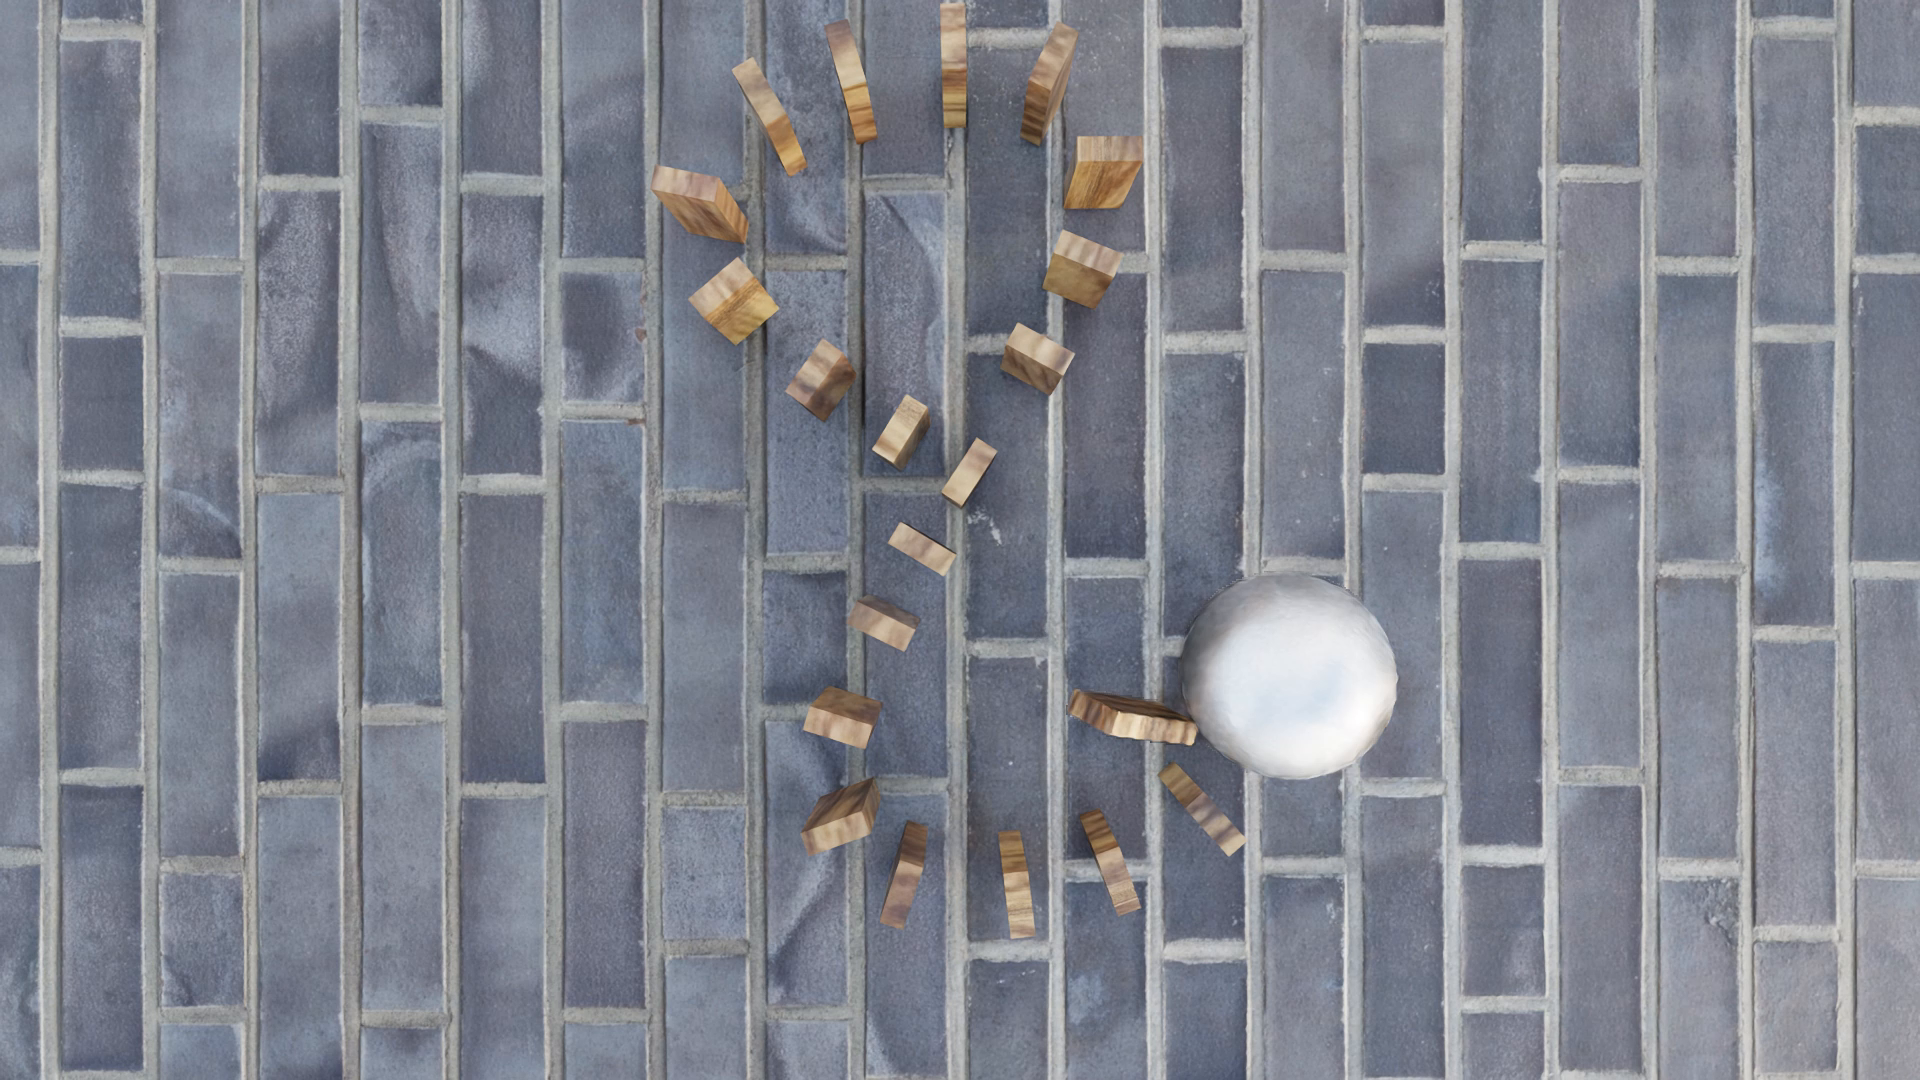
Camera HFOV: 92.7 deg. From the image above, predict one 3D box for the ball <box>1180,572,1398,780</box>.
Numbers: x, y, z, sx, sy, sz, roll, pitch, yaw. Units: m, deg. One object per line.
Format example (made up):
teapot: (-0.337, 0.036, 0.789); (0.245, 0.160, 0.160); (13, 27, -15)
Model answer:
ball: (0.128, 0.053, 0.360); (0.080, 0.080, 0.080); (0, 90, 0)

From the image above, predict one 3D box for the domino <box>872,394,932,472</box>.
domino: (-0.023, -0.043, 0.375); (0.010, 0.050, 0.025); (32, 90, 0)

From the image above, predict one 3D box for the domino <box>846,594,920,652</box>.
domino: (-0.030, 0.033, 0.375); (0.025, 0.050, 0.010); (26, 90, 0)

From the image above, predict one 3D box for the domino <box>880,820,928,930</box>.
domino: (-0.022, 0.136, 0.375); (0.009, 0.050, 0.025); (18, 90, 0)

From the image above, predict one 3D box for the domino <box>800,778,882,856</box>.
domino: (-0.048, 0.112, 0.375); (0.025, 0.050, 0.009); (-20, 90, 0)

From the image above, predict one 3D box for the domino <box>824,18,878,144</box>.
domino: (-0.044, -0.186, 0.375); (0.009, 0.050, 0.025); (-17, 90, 0)

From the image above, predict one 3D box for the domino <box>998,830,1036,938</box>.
domino: (0.023, 0.139, 0.375); (0.010, 0.050, 0.025); (-7, 90, 0)

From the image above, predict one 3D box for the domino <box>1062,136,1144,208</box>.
domino: (0.057, -0.150, 0.375); (0.025, 0.050, 0.010); (-1, 90, 0)

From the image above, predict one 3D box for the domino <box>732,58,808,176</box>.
domino: (-0.077, -0.171, 0.375); (0.010, 0.050, 0.025); (-31, 90, 0)

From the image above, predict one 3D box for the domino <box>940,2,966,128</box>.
domino: (-0.003, -0.193, 0.375); (0.009, 0.050, 0.025); (-2, 90, 0)

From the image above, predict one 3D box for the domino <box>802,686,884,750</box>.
domino: (-0.047, 0.072, 0.375); (0.025, 0.050, 0.010); (17, 90, 0)

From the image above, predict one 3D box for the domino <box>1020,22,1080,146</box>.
domino: (0.036, -0.185, 0.375); (0.010, 0.050, 0.025); (26, 90, 0)

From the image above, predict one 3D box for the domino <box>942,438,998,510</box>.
domino: (0.004, -0.026, 0.375); (0.009, 0.050, 0.025); (33, 90, 0)

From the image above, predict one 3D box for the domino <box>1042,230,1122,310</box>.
domino: (0.049, -0.110, 0.375); (0.025, 0.050, 0.009); (22, 90, 0)

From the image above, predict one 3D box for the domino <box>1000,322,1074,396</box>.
domino: (0.031, -0.073, 0.375); (0.025, 0.050, 0.010); (29, 90, 0)

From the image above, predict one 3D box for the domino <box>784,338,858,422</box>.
domino: (-0.056, -0.064, 0.375); (0.010, 0.050, 0.025); (36, 90, 0)

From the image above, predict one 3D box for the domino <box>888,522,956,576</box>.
domino: (-0.014, 0.003, 0.375); (0.025, 0.050, 0.009); (31, 90, 0)

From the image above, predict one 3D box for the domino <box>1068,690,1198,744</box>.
domino: (0.071, 0.073, 0.375); (0.050, 0.025, 0.009); (15, 93, -36)

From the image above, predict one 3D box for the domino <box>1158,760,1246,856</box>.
domino: (0.098, 0.109, 0.375); (0.010, 0.050, 0.025); (-42, 90, 0)

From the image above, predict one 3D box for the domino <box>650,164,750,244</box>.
domino: (-0.105, -0.136, 0.375); (0.025, 0.050, 0.009); (12, 90, 0)

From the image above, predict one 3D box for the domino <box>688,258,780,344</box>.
domino: (-0.091, -0.097, 0.375); (0.025, 0.050, 0.009); (-40, 90, 0)

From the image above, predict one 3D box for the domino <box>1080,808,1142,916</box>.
domino: (0.061, 0.130, 0.375); (0.010, 0.050, 0.025); (-20, 90, 0)
